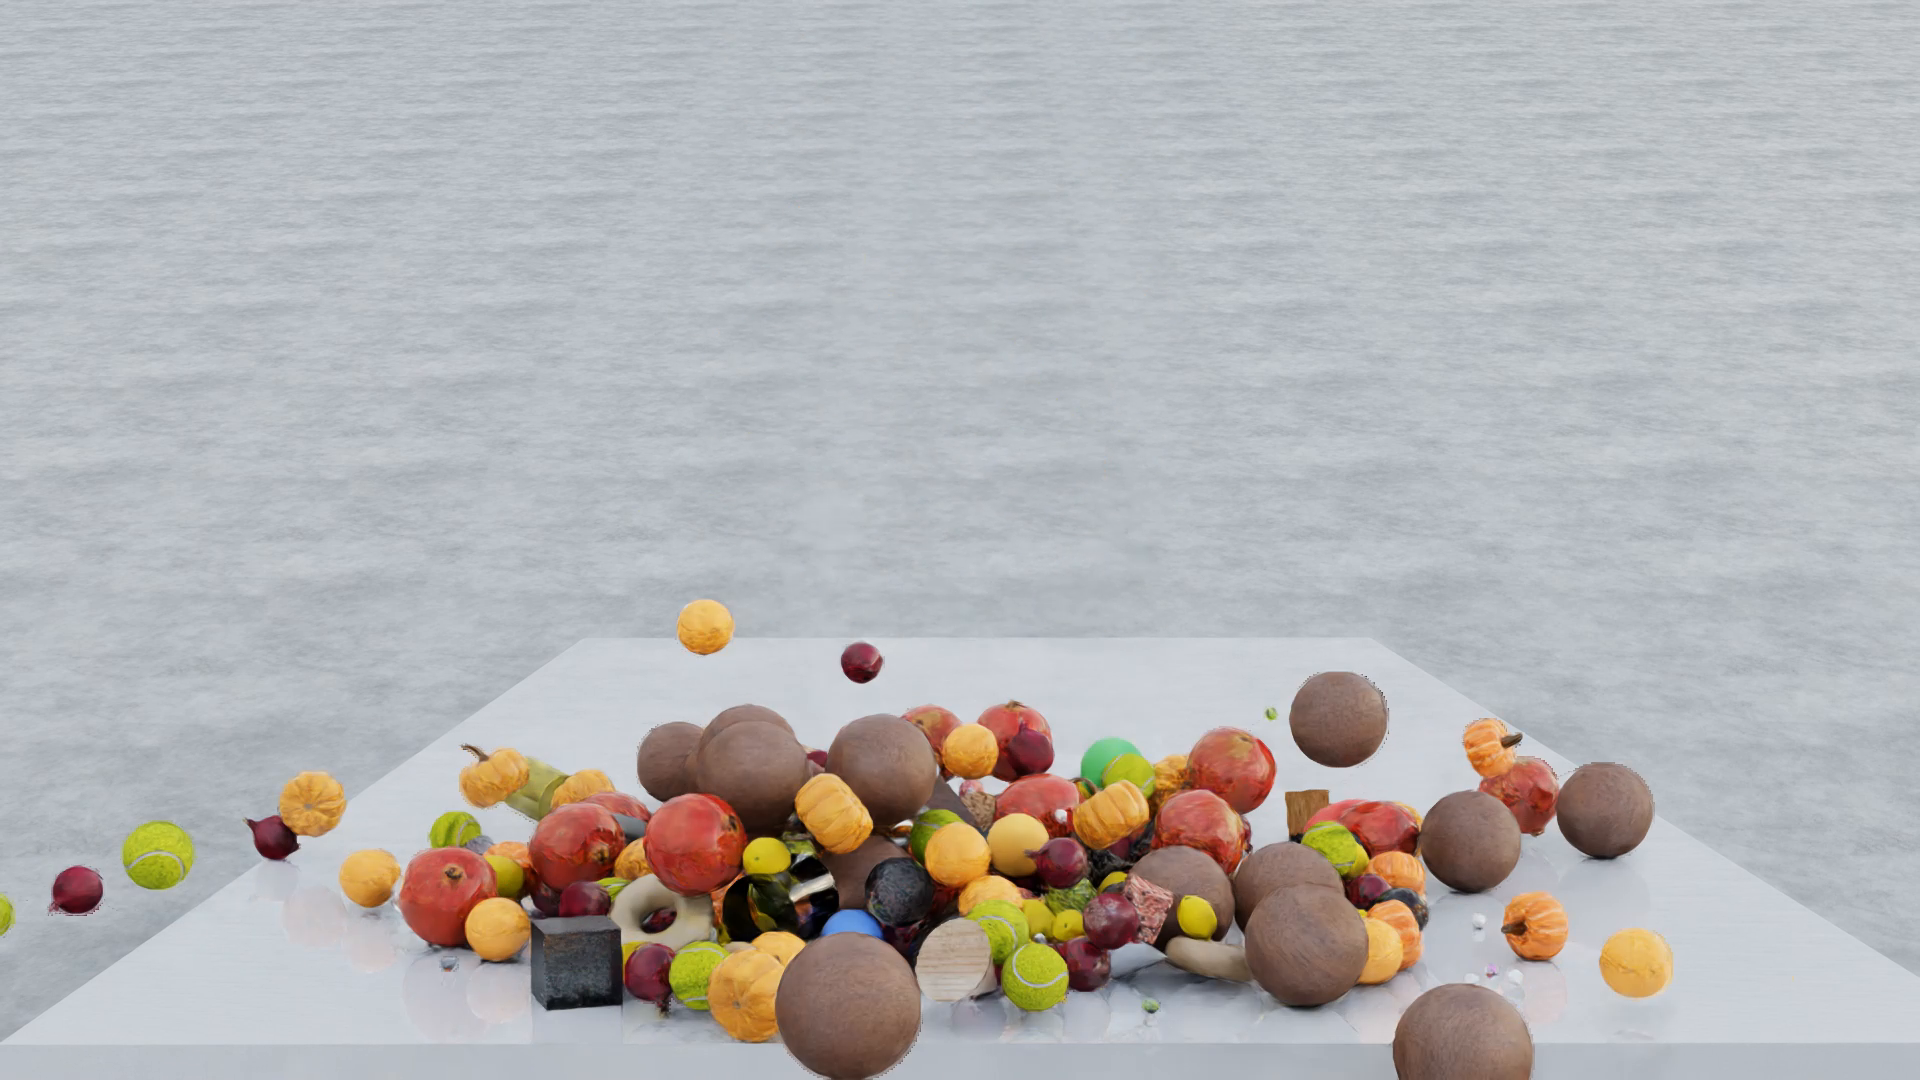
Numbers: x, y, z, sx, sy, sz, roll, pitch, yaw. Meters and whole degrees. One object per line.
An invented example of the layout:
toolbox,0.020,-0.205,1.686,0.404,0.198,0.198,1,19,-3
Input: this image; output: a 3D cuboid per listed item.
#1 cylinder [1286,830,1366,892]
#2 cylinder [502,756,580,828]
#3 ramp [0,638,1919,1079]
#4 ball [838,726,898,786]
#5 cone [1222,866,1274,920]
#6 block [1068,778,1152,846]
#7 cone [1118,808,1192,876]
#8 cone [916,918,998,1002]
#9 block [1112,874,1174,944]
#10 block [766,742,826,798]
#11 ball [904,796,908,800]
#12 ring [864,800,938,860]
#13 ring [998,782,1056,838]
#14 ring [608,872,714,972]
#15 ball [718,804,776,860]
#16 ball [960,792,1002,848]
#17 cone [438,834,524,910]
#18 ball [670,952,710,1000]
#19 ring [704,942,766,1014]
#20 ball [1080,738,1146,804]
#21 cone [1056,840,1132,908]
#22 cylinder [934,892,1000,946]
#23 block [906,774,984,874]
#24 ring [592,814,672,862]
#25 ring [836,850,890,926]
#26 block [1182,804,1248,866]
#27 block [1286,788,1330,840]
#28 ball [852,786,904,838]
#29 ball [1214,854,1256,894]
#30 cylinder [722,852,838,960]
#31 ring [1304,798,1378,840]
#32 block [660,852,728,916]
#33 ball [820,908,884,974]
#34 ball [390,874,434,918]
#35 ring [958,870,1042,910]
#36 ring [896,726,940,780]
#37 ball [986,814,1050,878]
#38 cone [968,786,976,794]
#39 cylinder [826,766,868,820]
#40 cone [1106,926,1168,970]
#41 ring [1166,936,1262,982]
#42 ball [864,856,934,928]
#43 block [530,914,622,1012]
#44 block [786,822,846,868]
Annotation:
cylinder,0.469,0.411,3.287,0.073,0.073,0.073,0,17,-34
cylinder,-0.611,0.367,3.745,0.081,0.081,0.081,21,28,36
ramp,0.047,0.423,4.534,2.000,0.100,4.000,0,4,0
ball,-0.129,0.301,3.583,0.082,0.082,0.082,0,20,0
cone,0.363,0.444,3.133,0.067,0.067,0.067,-5,31,-13
block,0.214,0.384,3.667,0.085,0.085,0.085,3,5,39
cone,0.227,0.396,3.195,0.094,0.094,0.094,-26,20,4
cone,0.016,0.444,2.618,0.089,0.089,0.089,20,-15,43
block,0.199,0.402,2.804,0.050,0.050,0.050,25,7,1
block,-0.255,0.358,3.988,0.062,0.062,0.062,24,-31,-35
ball,-0.086,0.397,3.724,0.052,0.052,0.052,0,20,0
ring,-0.071,0.353,3.109,0.092,0.092,0.031,-4,38,-10
ring,0.091,0.381,3.474,0.036,0.109,0.109,15,25,38
ring,-0.336,0.425,2.867,0.126,0.042,0.126,-8,47,9
ball,-0.290,0.399,3.499,0.077,0.077,0.077,0,20,0
ball,0.026,0.392,3.590,0.079,0.079,0.079,0,20,0
cone,-0.577,0.434,3.190,0.099,0.099,0.099,30,31,20
ball,-0.281,0.461,2.712,0.050,0.050,0.050,0,20,0
ring,-0.234,0.455,2.670,0.077,0.077,0.026,19,-6,42
ball,0.207,0.311,3.472,0.089,0.089,0.089,0,20,0
cone,0.175,0.395,3.113,0.084,0.084,0.084,-12,23,-26
cylinder,0.009,0.439,2.919,0.067,0.067,0.067,3,4,8
block,-0.044,0.371,3.279,0.091,0.091,0.091,-36,-5,-26
ring,-0.410,0.372,3.213,0.106,0.035,0.106,17,-18,6
ring,-0.107,0.416,3.067,0.094,0.094,0.031,11,5,27
block,0.340,0.394,3.437,0.058,0.058,0.058,-22,4,-12
block,0.493,0.388,3.632,0.061,0.061,0.061,-5,-12,6
ball,-0.111,0.389,3.616,0.082,0.082,0.082,0,20,0
ball,0.348,0.424,3.223,0.056,0.056,0.056,0,20,0
cylinder,-0.199,0.405,2.845,0.095,0.095,0.095,9,12,24
ring,0.525,0.393,3.538,0.110,0.110,0.037,-8,58,-21
block,-0.329,0.420,3.136,0.059,0.059,0.059,2,-23,30
ball,-0.119,0.443,2.837,0.071,0.071,0.071,0,20,0
ball,-0.669,0.434,3.133,0.053,0.053,0.053,0,20,0
ring,0.049,0.437,3.209,0.106,0.035,0.106,0,3,0
ring,-0.056,0.288,3.470,0.028,0.083,0.083,-34,26,-4
ball,0.069,0.365,3.067,0.077,0.077,0.077,0,20,0
cone,0.017,0.389,3.760,0.063,0.063,0.063,0,4,0
cylinder,-0.150,0.338,3.433,0.052,0.052,0.052,1,33,3
cone,0.199,0.450,2.786,0.059,0.059,0.059,20,27,26
ring,0.275,0.454,2.782,0.107,0.036,0.107,11,-5,1
ball,-0.067,0.390,2.848,0.078,0.078,0.078,0,20,0
block,-0.406,0.446,2.714,0.080,0.080,0.080,-1,4,-20
block,-0.191,0.408,3.416,0.058,0.058,0.058,-1,-8,-25
